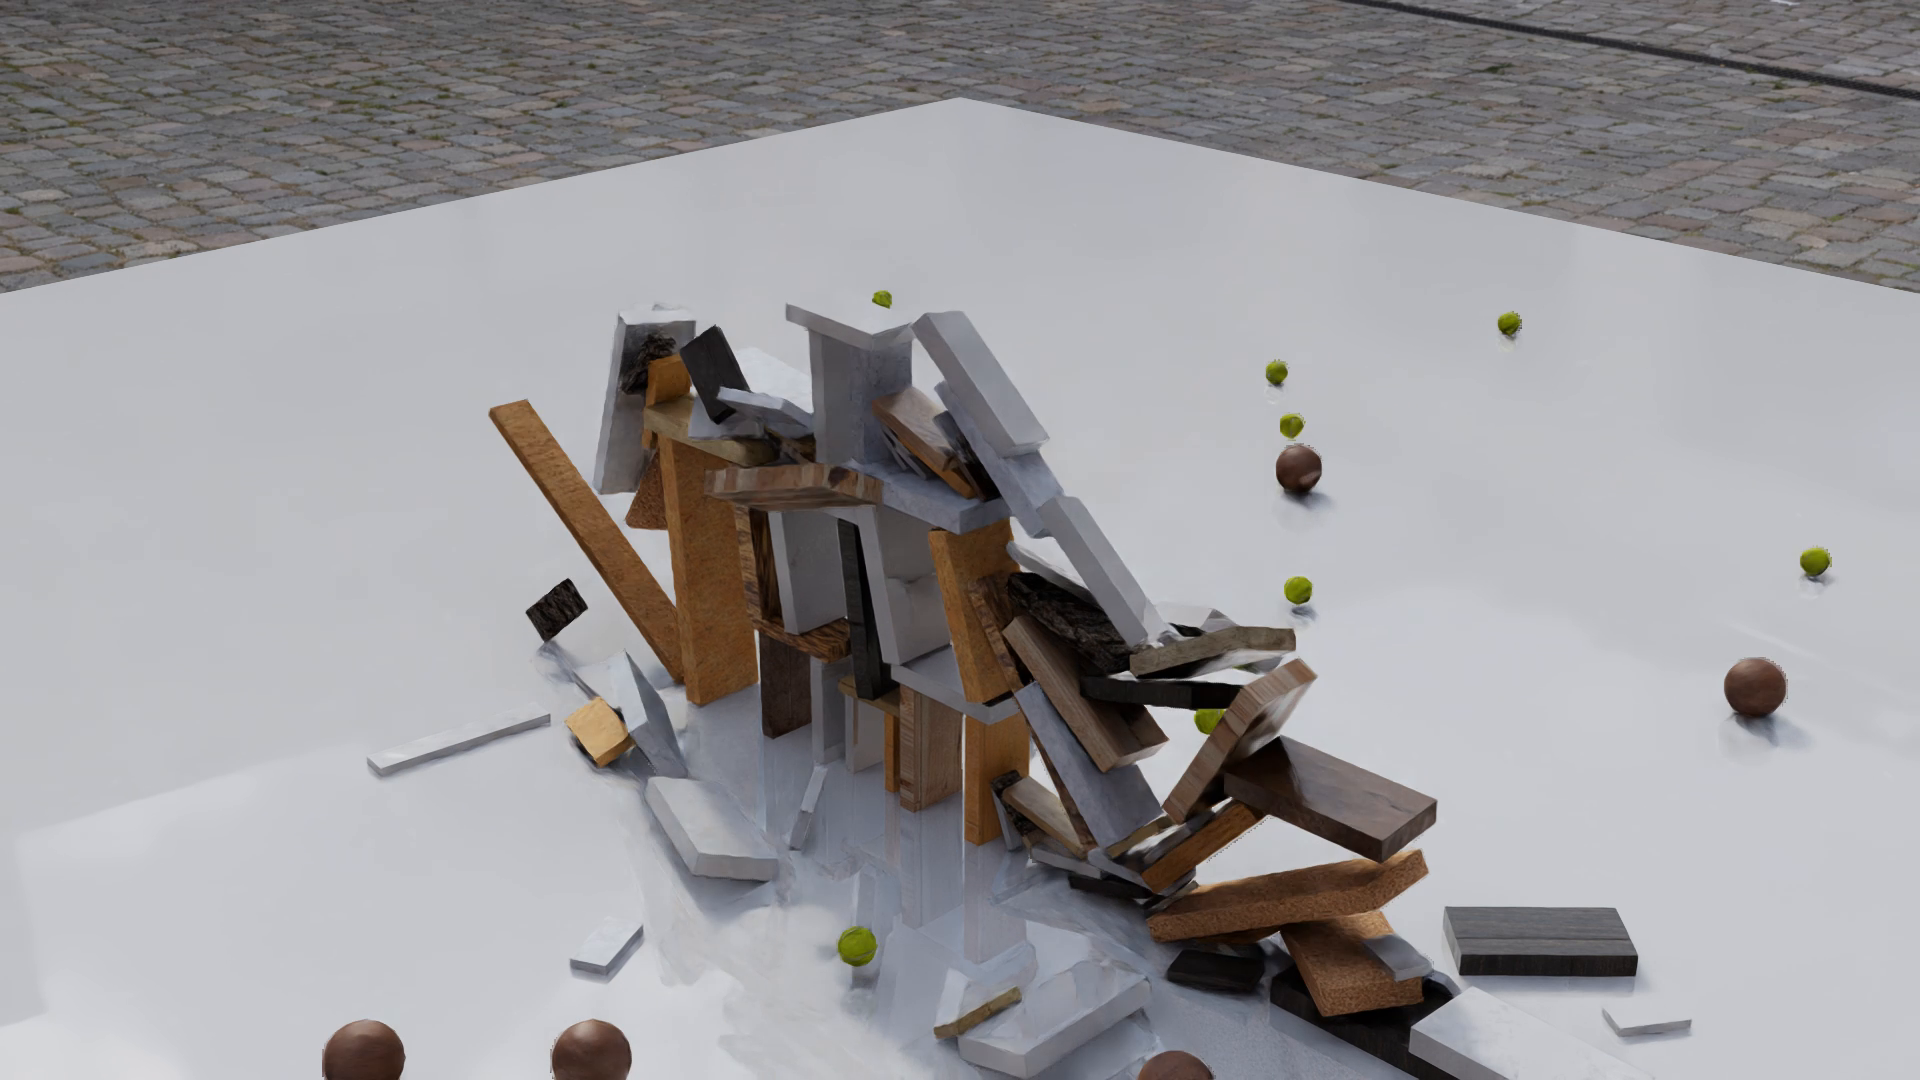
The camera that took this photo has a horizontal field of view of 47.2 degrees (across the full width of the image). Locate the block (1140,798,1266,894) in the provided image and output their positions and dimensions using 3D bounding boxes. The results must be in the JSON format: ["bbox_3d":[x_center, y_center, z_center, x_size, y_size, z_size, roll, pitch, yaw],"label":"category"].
[{"bbox_3d":[0.467,0.514,3.934,0.045,0.320,0.160,51,46,7],"label":"block"}]

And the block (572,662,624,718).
[{"bbox_3d":[-0.781,0.335,4.937,0.094,0.027,0.227,-14,27,-29],"label":"block"}]

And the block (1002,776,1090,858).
[{"bbox_3d":[0.183,0.533,4.232,0.075,0.021,0.216,-22,44,-40],"label":"block"}]

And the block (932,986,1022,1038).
[{"bbox_3d":[0.030,0.808,3.761,0.146,0.021,0.073,-22,-6,-36],"label":"block"}]

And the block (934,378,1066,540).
[{"bbox_3d":[0.092,-0.158,4.109,0.344,0.043,0.150,58,27,15],"label":"block"}]

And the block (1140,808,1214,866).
[{"bbox_3d":[0.398,0.542,4.030,0.021,0.149,0.075,51,45,7],"label":"block"}]

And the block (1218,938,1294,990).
[{"bbox_3d":[0.543,0.753,3.958,0.077,0.022,0.155,-13,26,-28],"label":"block"}]

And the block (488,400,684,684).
[{"bbox_3d":[-0.851,-0.009,5.180,0.100,0.028,0.871,-19,60,-38],"label":"block"}]

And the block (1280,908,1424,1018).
[{"bbox_3d":[0.675,0.718,3.848,0.173,0.049,0.347,-8,16,-3],"label":"block"}]

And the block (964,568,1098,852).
[{"bbox_3d":[0.162,0.317,4.141,0.030,0.544,0.108,-27,-5,39],"label":"block"}]

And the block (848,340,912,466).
[{"bbox_3d":[-0.152,-0.284,4.291,0.126,0.253,0.036,-20,29,-37],"label":"block"}]

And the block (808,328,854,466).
[{"bbox_3d":[-0.233,-0.274,4.367,0.036,0.333,0.126,17,28,40],"label":"block"}]

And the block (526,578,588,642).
[{"bbox_3d":[-0.945,0.164,5.150,0.169,0.085,0.024,-35,-3,40],"label":"block"}]

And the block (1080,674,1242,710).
[{"bbox_3d":[0.362,0.272,3.948,0.139,0.039,0.277,1,0,-41],"label":"block"}]

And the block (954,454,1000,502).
[{"bbox_3d":[0.035,-0.127,4.124,0.052,0.104,0.015,-26,-11,-39],"label":"block"}]

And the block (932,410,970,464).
[{"bbox_3d":[-0.003,-0.197,4.120,0.052,0.015,0.103,-31,81,-35],"label":"block"}]

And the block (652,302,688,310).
[{"bbox_3d":[-0.669,-0.445,4.901,0.085,0.169,0.024,11,29,-34],"label":"block"}]

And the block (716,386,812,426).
[{"bbox_3d":[-0.384,-0.261,4.306,0.176,0.025,0.088,12,-12,39],"label":"block"}]

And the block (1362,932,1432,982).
[{"bbox_3d":[0.740,0.707,3.732,0.066,0.019,0.132,-11,15,-13],"label":"block"}]

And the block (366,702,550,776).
[{"bbox_3d":[-1.075,0.427,4.730,0.398,0.020,0.070,-17,28,-35],"label":"block"}]

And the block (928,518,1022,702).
[{"bbox_3d":[0.051,0.123,4.222,0.170,0.340,0.048,-22,13,-41],"label":"block"}]

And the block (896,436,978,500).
[{"bbox_3d":[-0.011,-0.160,4.208,0.108,0.030,0.215,-18,47,-38],"label":"block"}]

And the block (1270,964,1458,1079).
[{"bbox_3d":[0.999,0.918,3.535,0.173,0.049,1.118,-21,31,-41],"label":"block"}]

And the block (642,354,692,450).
[{"bbox_3d":[-0.635,-0.303,4.777,0.028,0.200,0.100,31,35,34],"label":"block"}]

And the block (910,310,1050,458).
[{"bbox_3d":[0.039,-0.292,4.095,0.301,0.043,0.150,56,26,10],"label":"block"}]

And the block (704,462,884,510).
[{"bbox_3d":[-0.323,-0.101,4.245,0.324,0.046,0.162,-2,-13,41],"label":"block"}]

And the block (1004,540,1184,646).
[{"bbox_3d":[0.264,0.113,4.124,0.414,0.021,0.073,29,9,-22],"label":"block"}]

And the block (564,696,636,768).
[{"bbox_3d":[-0.768,0.408,4.695,0.094,0.027,0.188,-35,36,-13],"label":"block"}]

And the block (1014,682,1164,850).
[{"bbox_3d":[0.241,0.398,4.094,0.047,0.328,0.164,-34,-8,37],"label":"block"}]

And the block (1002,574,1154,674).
[{"bbox_3d":[0.222,0.151,4.069,0.277,0.039,0.139,38,23,33],"label":"block"}]

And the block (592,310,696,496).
[{"bbox_3d":[-0.700,-0.301,4.865,0.163,0.441,0.046,-7,39,-31],"label":"block"}]

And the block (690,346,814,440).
[{"bbox_3d":[-0.389,-0.305,4.529,0.163,0.046,0.327,-20,37,-40],"label":"block"}]

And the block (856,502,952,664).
[{"bbox_3d":[-0.105,0.058,4.375,0.048,0.340,0.170,3,18,45],"label":"block"}]

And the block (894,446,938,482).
[{"bbox_3d":[-0.078,-0.156,4.250,0.049,0.014,0.098,-20,54,-39],"label":"block"}]

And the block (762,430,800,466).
[{"bbox_3d":[-0.357,-0.201,4.520,0.069,0.020,0.139,-21,56,-40],"label":"block"}]

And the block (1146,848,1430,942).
[{"bbox_3d":[0.569,0.630,3.882,0.160,0.045,0.528,-23,1,-42],"label":"block"}]

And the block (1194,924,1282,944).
[{"bbox_3d":[0.500,0.705,3.970,0.077,0.022,0.155,-16,1,-33],"label":"block"}]

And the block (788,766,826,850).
[{"bbox_3d":[-0.303,0.533,4.388,0.025,0.088,0.176,18,24,-1],"label":"block"}]

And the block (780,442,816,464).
[{"bbox_3d":[-0.293,-0.169,4.469,0.139,0.020,0.069,37,40,29],"label":"block"}]

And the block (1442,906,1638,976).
[{"bbox_3d":[1.050,0.727,3.989,0.314,0.044,0.157,0,23,1],"label":"block"}]

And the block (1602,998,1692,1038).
[{"bbox_3d":[1.184,0.824,3.795,0.132,0.019,0.066,-5,23,-11],"label":"block"}]

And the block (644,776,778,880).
[{"bbox_3d":[-0.492,0.563,4.311,0.162,0.046,0.324,10,16,-29],"label":"block"}]

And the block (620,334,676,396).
[{"bbox_3d":[-0.670,-0.376,4.726,0.020,0.140,0.070,40,19,27],"label":"block"}]

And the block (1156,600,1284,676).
[{"bbox_3d":[0.477,0.183,4.148,0.157,0.044,0.393,35,-5,-7],"label":"block"}]

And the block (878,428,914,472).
[{"bbox_3d":[-0.113,-0.181,4.283,0.049,0.014,0.098,-19,69,-39],"label":"block"}]

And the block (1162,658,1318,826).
[{"bbox_3d":[0.484,0.352,3.824,0.164,0.329,0.047,-21,59,-43],"label":"block"}]
